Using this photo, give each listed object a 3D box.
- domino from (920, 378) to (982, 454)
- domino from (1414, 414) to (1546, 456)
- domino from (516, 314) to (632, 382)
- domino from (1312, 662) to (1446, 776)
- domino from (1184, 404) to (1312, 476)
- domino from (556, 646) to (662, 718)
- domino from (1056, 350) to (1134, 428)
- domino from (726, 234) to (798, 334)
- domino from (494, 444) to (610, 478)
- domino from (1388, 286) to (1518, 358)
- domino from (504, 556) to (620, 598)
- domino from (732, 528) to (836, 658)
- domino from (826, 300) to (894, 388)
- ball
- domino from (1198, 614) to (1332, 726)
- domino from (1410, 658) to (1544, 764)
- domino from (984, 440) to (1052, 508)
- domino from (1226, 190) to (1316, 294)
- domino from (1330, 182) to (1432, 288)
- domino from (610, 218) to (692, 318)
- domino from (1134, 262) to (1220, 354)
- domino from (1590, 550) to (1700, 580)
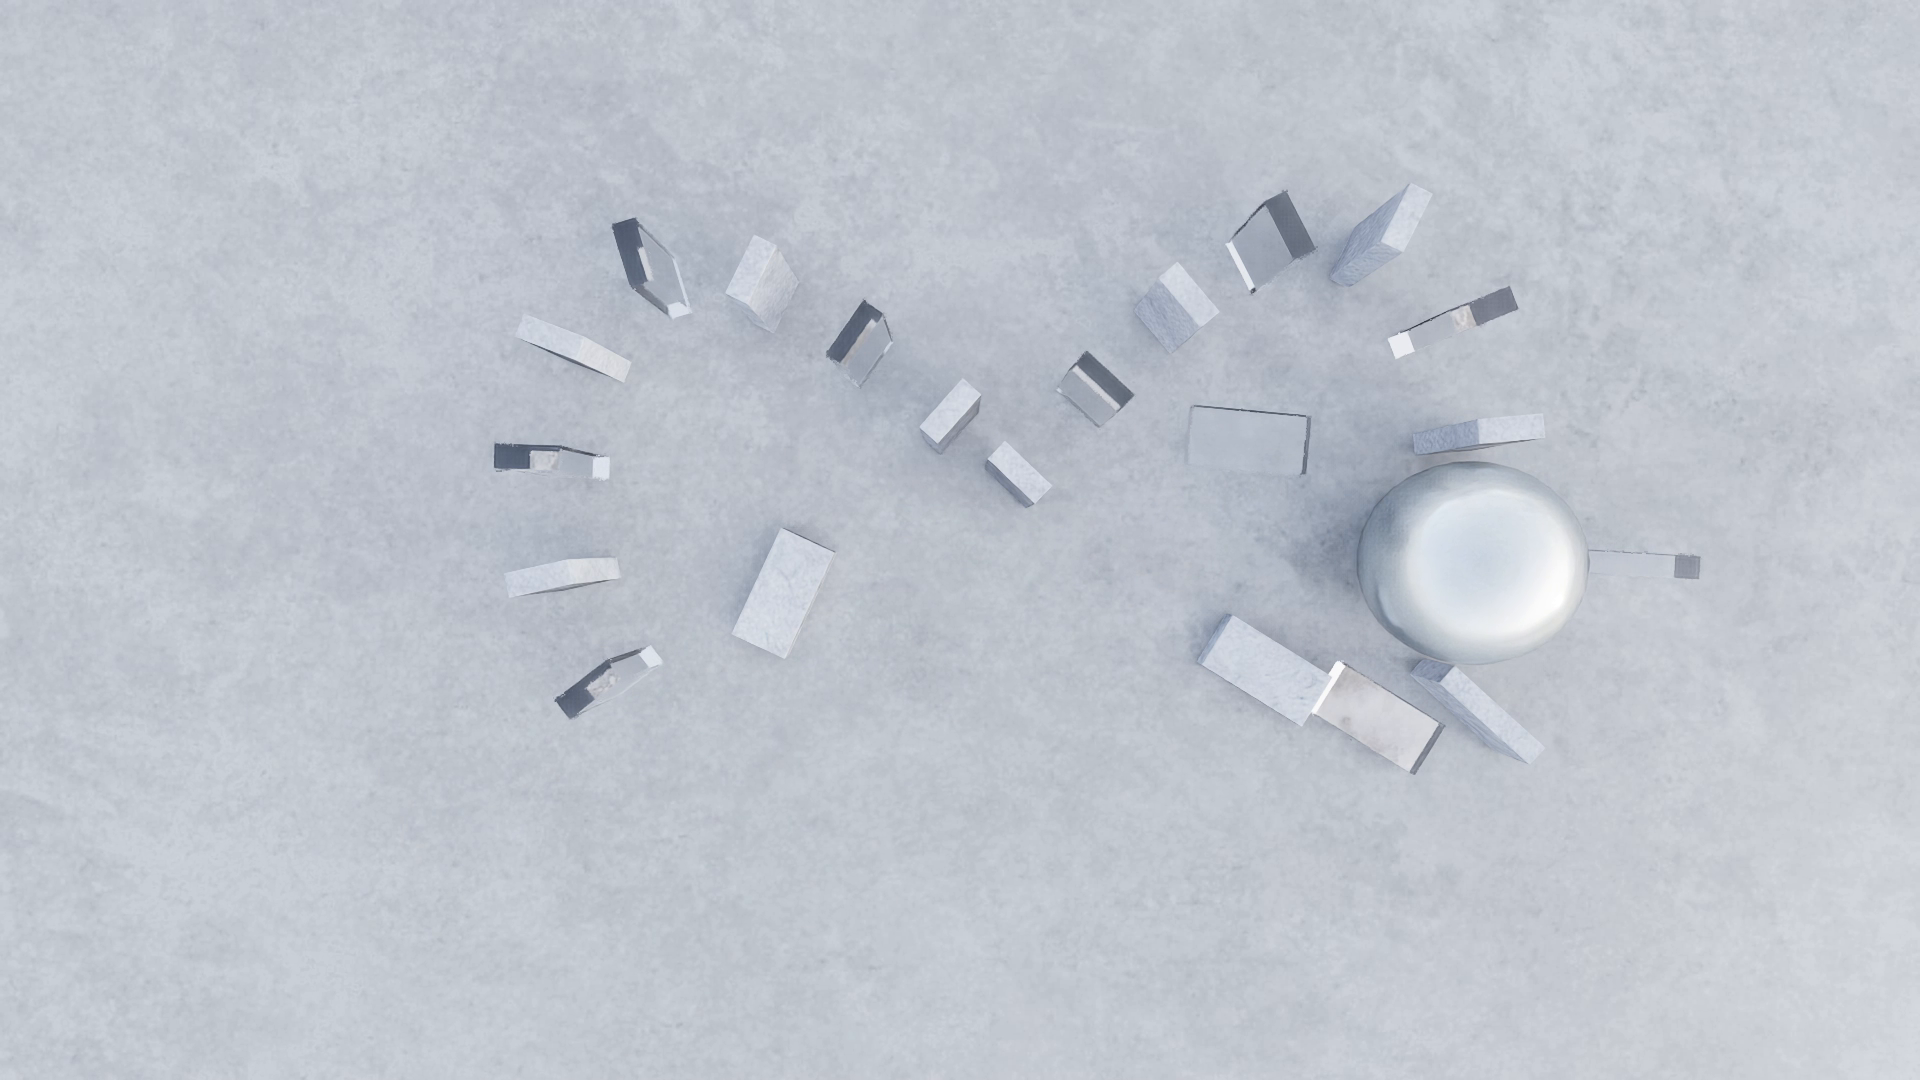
[{"bbox_3d":[-0.004,-0.049,0.375,0.010,0.050,0.025,42,90,0],"label":"domino"},{"bbox_3d":[0.211,-0.043,0.375,0.025,0.050,0.010,-5,90,0],"label":"domino"},{"bbox_3d":[-0.157,-0.078,0.375,0.025,0.050,0.009,21,90,0],"label":"domino"},{"bbox_3d":[0.179,0.077,0.395,0.050,0.010,0.025,32,90,0],"label":"domino"},{"bbox_3d":[0.124,-0.043,0.395,0.050,0.010,0.025,5,90,0],"label":"domino"},{"bbox_3d":[-0.142,0.057,0.375,0.025,0.050,0.010,-38,90,0],"label":"domino"},{"bbox_3d":[0.054,-0.061,0.375,0.025,0.050,0.009,43,90,0],"label":"domino"},{"bbox_3d":[-0.080,-0.103,0.375,0.010,0.050,0.025,26,90,0],"label":"domino"},{"bbox_3d":[-0.166,-0.032,0.375,0.025,0.050,0.009,2,90,0],"label":"domino"},{"bbox_3d":[0.200,-0.088,0.375,0.025,0.050,0.010,-22,90,0],"label":"domino"},{"bbox_3d":[-0.161,0.015,0.375,0.025,0.050,0.009,-12,90,0],"label":"domino"},{"bbox_3d":[-0.076,0.023,0.395,0.025,0.010,0.050,25,90,0],"label":"domino"},{"bbox_3d":[-0.040,-0.079,0.375,0.009,0.050,0.025,35,90,0],"label":"domino"},{"bbox_3d":[0.199,0.009,0.360,0.080,0.080,0.080,0,90,0],"label":"ball"},{"bbox_3d":[0.131,0.056,0.395,0.050,0.010,0.025,32,90,0],"label":"domino"},{"bbox_3d":[0.218,0.072,0.388,0.050,0.025,0.009,42,90,0],"label":"domino"},{"bbox_3d":[0.023,-0.026,0.375,0.025,0.050,0.009,44,90,0],"label":"domino"},{"bbox_3d":[0.126,-0.120,0.375,0.009,0.050,0.025,-27,90,0],"label":"domino"},{"bbox_3d":[0.171,-0.123,0.375,0.010,0.050,0.025,27,90,0],"label":"domino"},{"bbox_3d":[-0.125,-0.110,0.375,0.010,0.050,0.025,-17,90,0],"label":"domino"},{"bbox_3d":[0.088,-0.094,0.375,0.009,0.050,0.025,-40,90,0],"label":"domino"},{"bbox_3d":[0.278,0.010,0.388,0.050,0.025,0.010,3,90,0],"label":"domino"}]
